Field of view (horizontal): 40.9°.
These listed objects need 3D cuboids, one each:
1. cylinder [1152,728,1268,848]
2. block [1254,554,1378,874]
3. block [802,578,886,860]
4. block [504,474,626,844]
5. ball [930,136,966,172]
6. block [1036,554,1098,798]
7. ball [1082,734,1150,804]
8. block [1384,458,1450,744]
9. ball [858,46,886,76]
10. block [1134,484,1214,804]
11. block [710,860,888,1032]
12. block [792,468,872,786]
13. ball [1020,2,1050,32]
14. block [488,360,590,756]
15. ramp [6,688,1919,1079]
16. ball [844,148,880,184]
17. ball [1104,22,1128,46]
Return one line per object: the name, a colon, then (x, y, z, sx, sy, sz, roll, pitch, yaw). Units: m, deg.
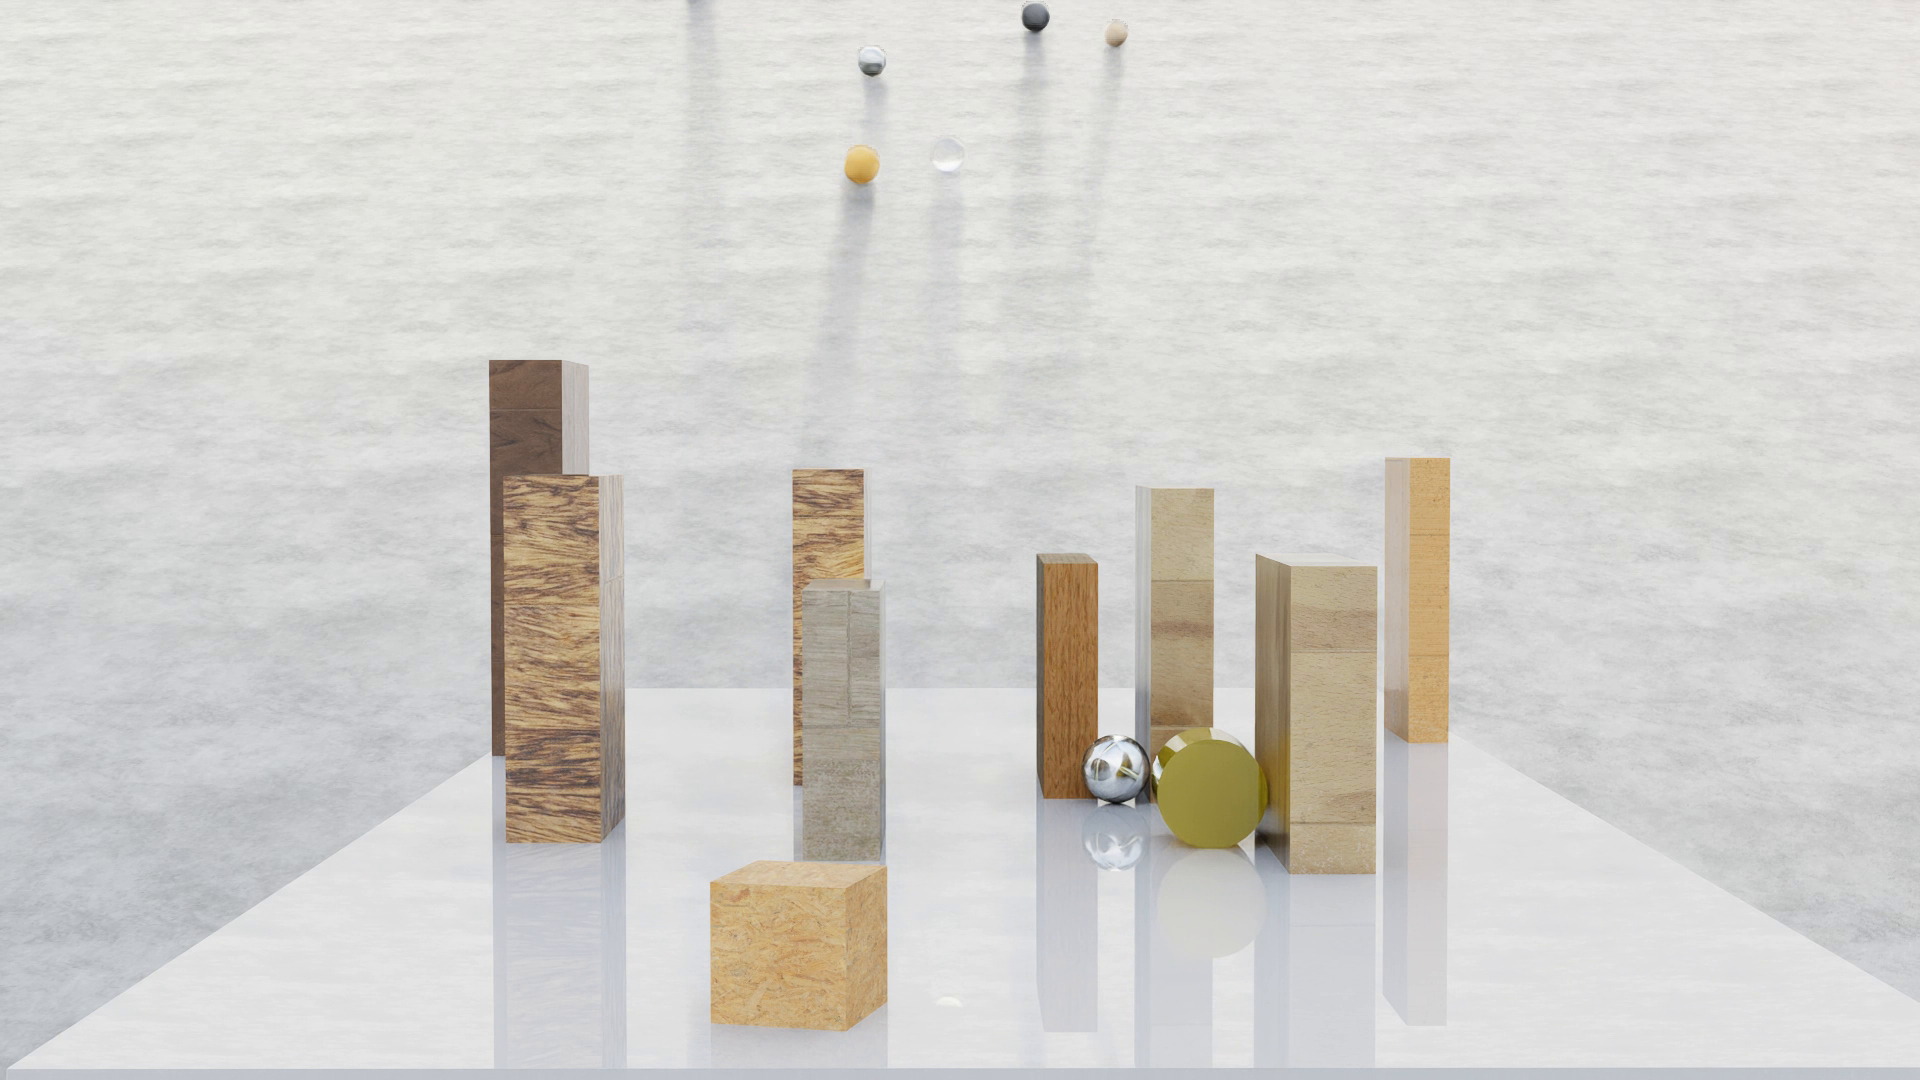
cylinder: (0.386, 0.384, 4.009, 0.169, 0.169, 0.169, 0, 2, 1)
block: (0.535, 0.251, 3.906, 0.124, 0.443, 0.437, 0, 2, 0)
block: (-0.176, 0.269, 3.974, 0.114, 0.401, 0.329, 0, 2, 0)
block: (-0.631, 0.180, 4.131, 0.147, 0.568, 0.300, 0, 2, 0)
ball: (-0.053, -1.671, 11.172, 0.154, 0.154, 0.154, 0, 24, 0)
block: (0.193, 0.238, 4.695, 0.094, 0.410, 0.426, 0, 2, 0)
ball: (0.268, 0.394, 4.434, 0.119, 0.119, 0.119, 0, 24, 0)
block: (0.969, 0.120, 5.472, 0.083, 0.590, 0.308, 0, 2, 0)
ball: (-0.435, -2.367, 12.746, 0.144, 0.144, 0.144, 0, 24, 0)
block: (0.381, 0.175, 4.612, 0.108, 0.542, 0.387, 0, 2, 0)
block: (-0.173, 0.437, 2.794, 0.151, 0.151, 0.151, 1, 2, 15)
block: (-0.238, 0.151, 4.865, 0.129, 0.573, 0.423, 0, 2, 0)
ball: (0.399, -2.770, 13.637, 0.152, 0.152, 0.152, 0, 24, 0)
block: (-0.858, 0.030, 5.287, 0.144, 0.786, 0.374, 0, 2, 0)
ramp: (0.055, 0.499, 4.546, 2.000, 0.100, 4.000, 0, 2, 0)
ball: (-0.420, -1.601, 11.015, 0.154, 0.154, 0.154, 0, 24, 0)
ball: (0.805, -2.619, 13.334, 0.124, 0.124, 0.124, 0, 24, 0)
